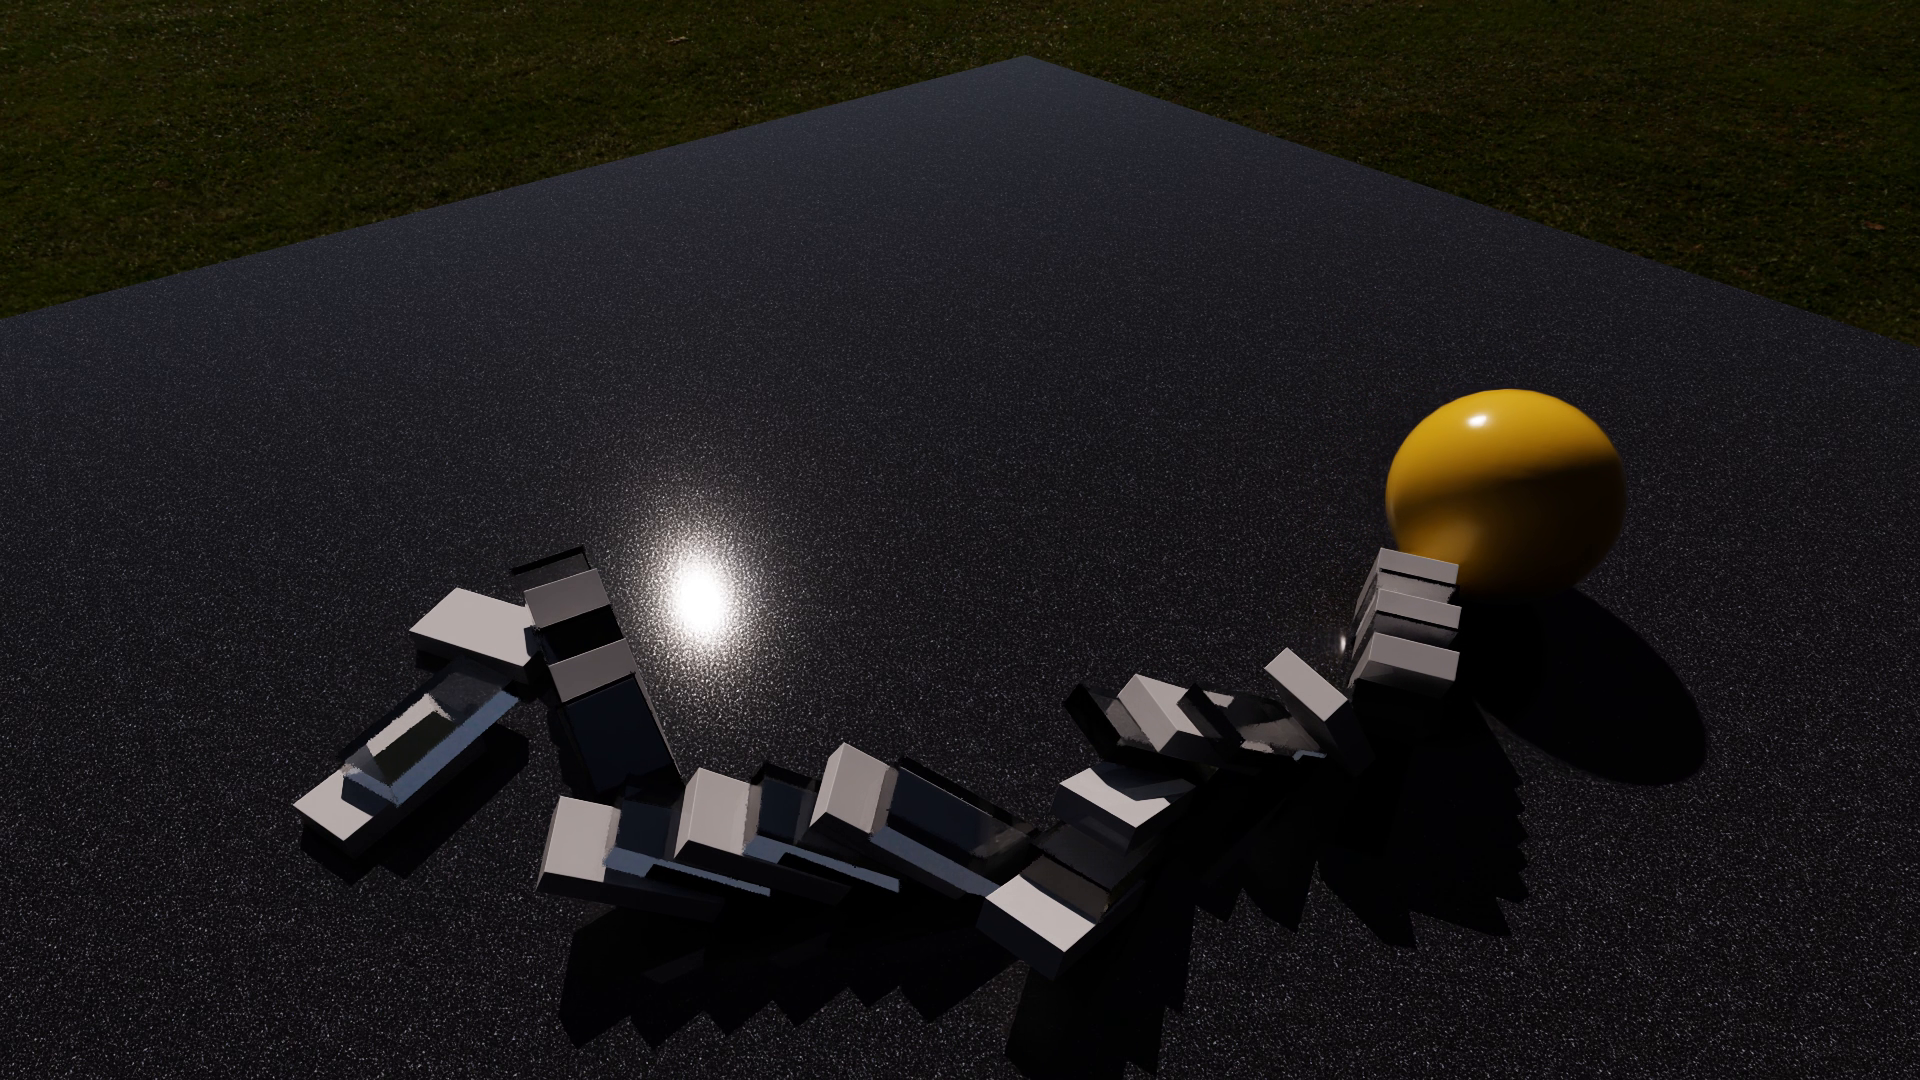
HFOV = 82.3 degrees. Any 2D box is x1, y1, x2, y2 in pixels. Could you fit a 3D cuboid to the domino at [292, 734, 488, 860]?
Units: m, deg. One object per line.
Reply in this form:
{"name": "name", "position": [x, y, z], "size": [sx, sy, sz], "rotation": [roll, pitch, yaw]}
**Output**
{"name": "domino", "position": [-0.181, 0.075, 0.351], "size": [0.025, 0.009, 0.050], "rotation": [21, 44, 24]}

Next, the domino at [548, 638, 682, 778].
{"name": "domino", "position": [-0.110, 0.059, 0.352], "size": [0.025, 0.009, 0.050], "rotation": [-20, 74, -23]}

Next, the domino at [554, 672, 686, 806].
{"name": "domino", "position": [-0.103, 0.069, 0.339], "size": [0.025, 0.010, 0.050], "rotation": [-23, 77, -24]}

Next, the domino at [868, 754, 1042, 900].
{"name": "domino", "position": [0.000, 0.086, 0.318], "size": [0.050, 0.010, 0.025], "rotation": [32, 38, -15]}

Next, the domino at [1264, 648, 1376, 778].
{"name": "domino", "position": [0.114, 0.055, 0.346], "size": [0.010, 0.050, 0.025], "rotation": [-43, 48, -1]}

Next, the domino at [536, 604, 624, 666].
{"name": "domino", "position": [-0.119, 0.049, 0.364], "size": [0.025, 0.009, 0.050], "rotation": [-21, 74, -23]}

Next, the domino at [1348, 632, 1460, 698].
{"name": "domino", "position": [0.142, 0.046, 0.357], "size": [0.025, 0.050, 0.010], "rotation": [14, 69, 16]}

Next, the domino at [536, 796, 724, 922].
{"name": "domino", "position": [-0.092, 0.091, 0.315], "size": [0.050, 0.010, 0.025], "rotation": [18, 35, -21]}

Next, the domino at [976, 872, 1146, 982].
{"name": "domino", "position": [0.029, 0.100, 0.304], "size": [0.025, 0.010, 0.050], "rotation": [26, 20, 29]}

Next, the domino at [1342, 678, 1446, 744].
{"name": "domino", "position": [0.135, 0.055, 0.348], "size": [0.025, 0.050, 0.010], "rotation": [14, 79, 16]}

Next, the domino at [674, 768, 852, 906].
{"name": "domino", "position": [-0.056, 0.086, 0.318], "size": [0.050, 0.009, 0.025], "rotation": [24, 33, -22]}

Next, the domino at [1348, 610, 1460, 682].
{"name": "domino", "position": [0.146, 0.039, 0.365], "size": [0.025, 0.050, 0.009], "rotation": [14, 69, 16]}

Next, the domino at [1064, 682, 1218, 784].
{"name": "domino", "position": [0.058, 0.061, 0.346], "size": [0.050, 0.009, 0.025], "rotation": [20, 22, -38]}

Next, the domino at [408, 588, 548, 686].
{"name": "domino", "position": [-0.171, 0.035, 0.401], "size": [0.050, 0.010, 0.025], "rotation": [14, 41, 16]}

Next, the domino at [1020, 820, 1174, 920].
{"name": "domino", "position": [0.040, 0.089, 0.316], "size": [0.025, 0.010, 0.050], "rotation": [25, 17, 26]}

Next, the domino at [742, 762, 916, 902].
{"name": "domino", "position": [-0.037, 0.085, 0.320], "size": [0.050, 0.010, 0.025], "rotation": [25, 34, -21]}

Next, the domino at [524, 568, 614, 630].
{"name": "domino", "position": [-0.129, 0.037, 0.378], "size": [0.025, 0.010, 0.050], "rotation": [-19, 74, -23]}

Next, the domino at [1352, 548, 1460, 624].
{"name": "domino", "position": [0.156, 0.020, 0.389], "size": [0.025, 0.050, 0.009], "rotation": [14, 69, 16]}

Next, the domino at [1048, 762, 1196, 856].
{"name": "domino", "position": [0.050, 0.078, 0.330], "size": [0.025, 0.010, 0.050], "rotation": [26, 15, 28]}

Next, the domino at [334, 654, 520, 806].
{"name": "domino", "position": [-0.171, 0.060, 0.355], "size": [0.025, 0.010, 0.050], "rotation": [19, 43, 21]}

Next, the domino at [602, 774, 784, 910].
{"name": "domino", "position": [-0.075, 0.087, 0.316], "size": [0.050, 0.009, 0.025], "rotation": [24, 33, -23]}

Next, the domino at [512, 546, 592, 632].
{"name": "domino", "position": [-0.138, 0.029, 0.392], "size": [0.025, 0.009, 0.050], "rotation": [-21, 70, -24]}

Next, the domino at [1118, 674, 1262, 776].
{"name": "domino", "position": [0.075, 0.059, 0.349], "size": [0.050, 0.010, 0.025], "rotation": [20, 24, -38]}

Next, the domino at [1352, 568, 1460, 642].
{"name": "domino", "position": [0.153, 0.026, 0.381], "size": [0.025, 0.050, 0.010], "rotation": [14, 69, 16]}

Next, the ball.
{"name": "ball", "position": [0.200, -0.016, 0.407], "size": [0.080, 0.080, 0.080], "rotation": [0, 39, 0]}

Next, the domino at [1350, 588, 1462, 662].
{"name": "domino", "position": [0.150, 0.033, 0.373], "size": [0.025, 0.050, 0.009], "rotation": [14, 69, 16]}

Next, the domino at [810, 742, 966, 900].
{"name": "domino", "position": [-0.018, 0.082, 0.322], "size": [0.050, 0.009, 0.025], "rotation": [31, 37, -16]}

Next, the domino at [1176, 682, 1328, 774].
{"name": "domino", "position": [0.093, 0.060, 0.347], "size": [0.050, 0.010, 0.025], "rotation": [17, 26, -43]}
